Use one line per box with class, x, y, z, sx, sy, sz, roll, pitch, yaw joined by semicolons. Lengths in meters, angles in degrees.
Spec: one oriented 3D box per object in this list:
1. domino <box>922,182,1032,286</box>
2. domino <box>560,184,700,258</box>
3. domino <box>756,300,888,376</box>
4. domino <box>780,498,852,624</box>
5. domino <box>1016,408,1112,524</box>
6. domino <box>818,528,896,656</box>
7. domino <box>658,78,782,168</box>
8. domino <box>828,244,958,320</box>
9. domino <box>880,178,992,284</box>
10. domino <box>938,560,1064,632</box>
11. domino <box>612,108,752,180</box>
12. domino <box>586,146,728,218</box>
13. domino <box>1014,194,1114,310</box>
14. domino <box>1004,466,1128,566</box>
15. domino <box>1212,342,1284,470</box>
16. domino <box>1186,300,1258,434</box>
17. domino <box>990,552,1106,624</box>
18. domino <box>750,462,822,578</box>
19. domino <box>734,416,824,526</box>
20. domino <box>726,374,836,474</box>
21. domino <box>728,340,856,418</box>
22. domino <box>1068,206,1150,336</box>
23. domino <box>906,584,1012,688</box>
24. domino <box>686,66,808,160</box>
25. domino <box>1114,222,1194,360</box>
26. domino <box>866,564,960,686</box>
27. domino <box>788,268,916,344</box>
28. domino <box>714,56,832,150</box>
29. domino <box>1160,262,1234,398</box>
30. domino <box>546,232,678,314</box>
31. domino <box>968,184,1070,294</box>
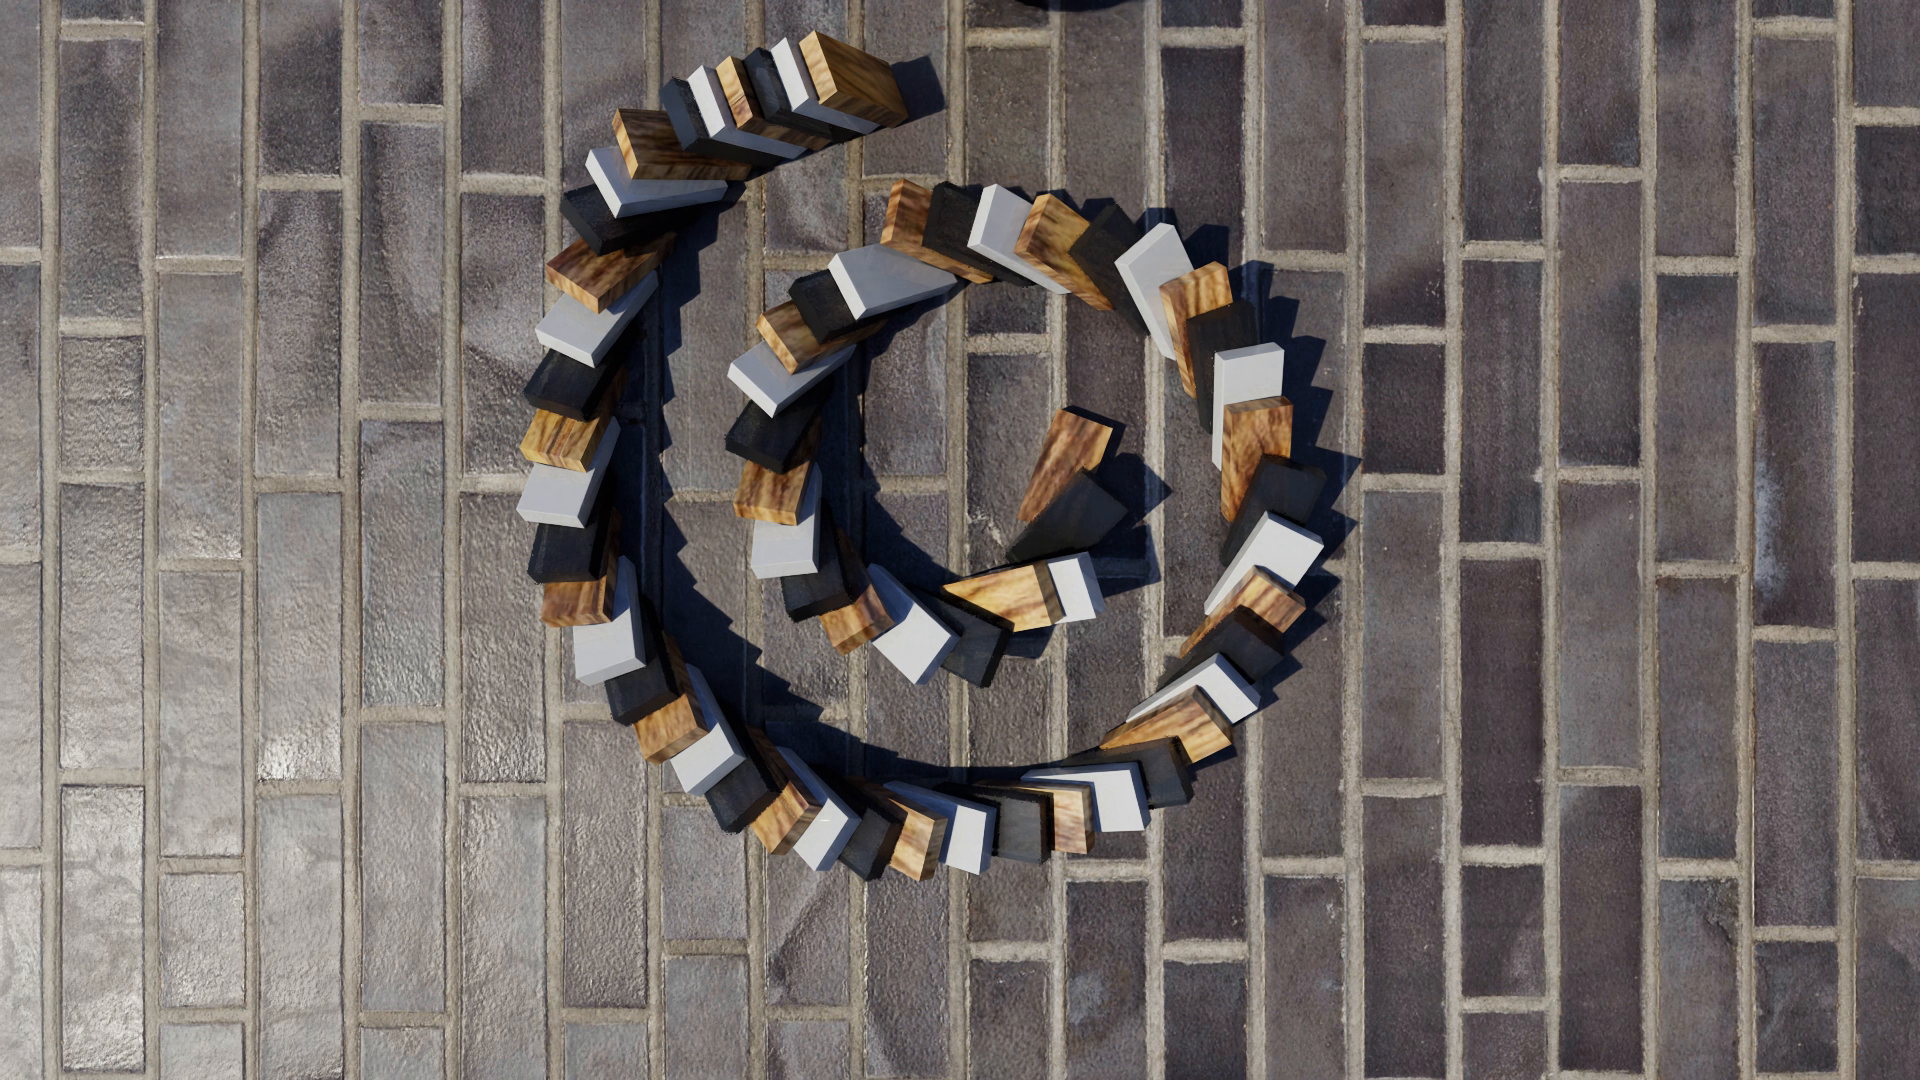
domino;0.010;-0.127;0.382;0.050;0.010;0.025;12;89;-33
domino;-0.136;-0.138;0.381;0.025;0.009;0.050;50;51;0
domino;-0.057;-0.091;0.382;0.050;0.009;0.025;-36;90;-33
domino;-0.062;0.008;0.381;0.025;0.009;0.050;-20;54;2
domino;0.045;-0.028;0.395;0.025;0.010;0.050;21;90;0
domino;-0.049;0.021;0.382;0.025;0.010;0.050;-32;55;0
domino;-0.097;-0.170;0.376;0.009;0.050;0.025;-23;90;33
domino;-0.027;-0.111;0.382;0.050;0.010;0.025;-27;90;-35
domino;-0.007;-0.128;0.382;0.050;0.009;0.025;12;89;-33
domino;0.016;0.026;0.380;0.050;0.010;0.025;-15;94;39
domino;-0.114;-0.163;0.380;0.050;0.009;0.025;-17;84;-37
domino;-0.125;-0.151;0.381;0.050;0.009;0.025;-29;89;-38
domino;0.048;-0.119;0.383;0.050;0.010;0.025;24;89;-32
domino;0.044;-0.004;0.384;0.025;0.009;0.050;38;113;-8
domino;0.119;-0.055;0.382;0.025;0.009;0.050;-11;123;-3
domino;0.111;-0.071;0.382;0.025;0.009;0.050;-19;123;-2
domino;0.033;0.022;0.379;0.050;0.009;0.025;-13;99;39
domino;-0.071;-0.009;0.381;0.025;0.010;0.050;-6;56;4
domino;-0.075;-0.031;0.382;0.025;0.009;0.050;9;58;1
domino;-0.074;-0.053;0.383;0.025;0.010;0.050;24;59;0
domino;-0.069;-0.075;0.382;0.025;0.009;0.050;43;56;1
domino;0.070;-0.112;0.383;0.050;0.010;0.025;40;90;-30
domino;-0.005;0.039;0.383;0.050;0.010;0.025;24;94;30
domino;-0.086;-0.175;0.376;0.009;0.050;0.025;-21;90;33
domino;0.086;-0.103;0.381;0.025;0.010;0.050;-41;125;-3
domino;-0.026;0.035;0.383;0.050;0.009;0.025;40;98;28
domino;-0.043;-0.102;0.382;0.050;0.009;0.025;-31;89;-34
domino;-0.075;-0.178;0.376;0.010;0.050;0.025;-21;90;33
domino;0.102;-0.087;0.382;0.025;0.010;0.050;-24;123;0
domino;-0.144;-0.118;0.383;0.025;0.010;0.050;34;57;0
domino;0.029;-0.125;0.382;0.050;0.010;0.025;17;88;-32
